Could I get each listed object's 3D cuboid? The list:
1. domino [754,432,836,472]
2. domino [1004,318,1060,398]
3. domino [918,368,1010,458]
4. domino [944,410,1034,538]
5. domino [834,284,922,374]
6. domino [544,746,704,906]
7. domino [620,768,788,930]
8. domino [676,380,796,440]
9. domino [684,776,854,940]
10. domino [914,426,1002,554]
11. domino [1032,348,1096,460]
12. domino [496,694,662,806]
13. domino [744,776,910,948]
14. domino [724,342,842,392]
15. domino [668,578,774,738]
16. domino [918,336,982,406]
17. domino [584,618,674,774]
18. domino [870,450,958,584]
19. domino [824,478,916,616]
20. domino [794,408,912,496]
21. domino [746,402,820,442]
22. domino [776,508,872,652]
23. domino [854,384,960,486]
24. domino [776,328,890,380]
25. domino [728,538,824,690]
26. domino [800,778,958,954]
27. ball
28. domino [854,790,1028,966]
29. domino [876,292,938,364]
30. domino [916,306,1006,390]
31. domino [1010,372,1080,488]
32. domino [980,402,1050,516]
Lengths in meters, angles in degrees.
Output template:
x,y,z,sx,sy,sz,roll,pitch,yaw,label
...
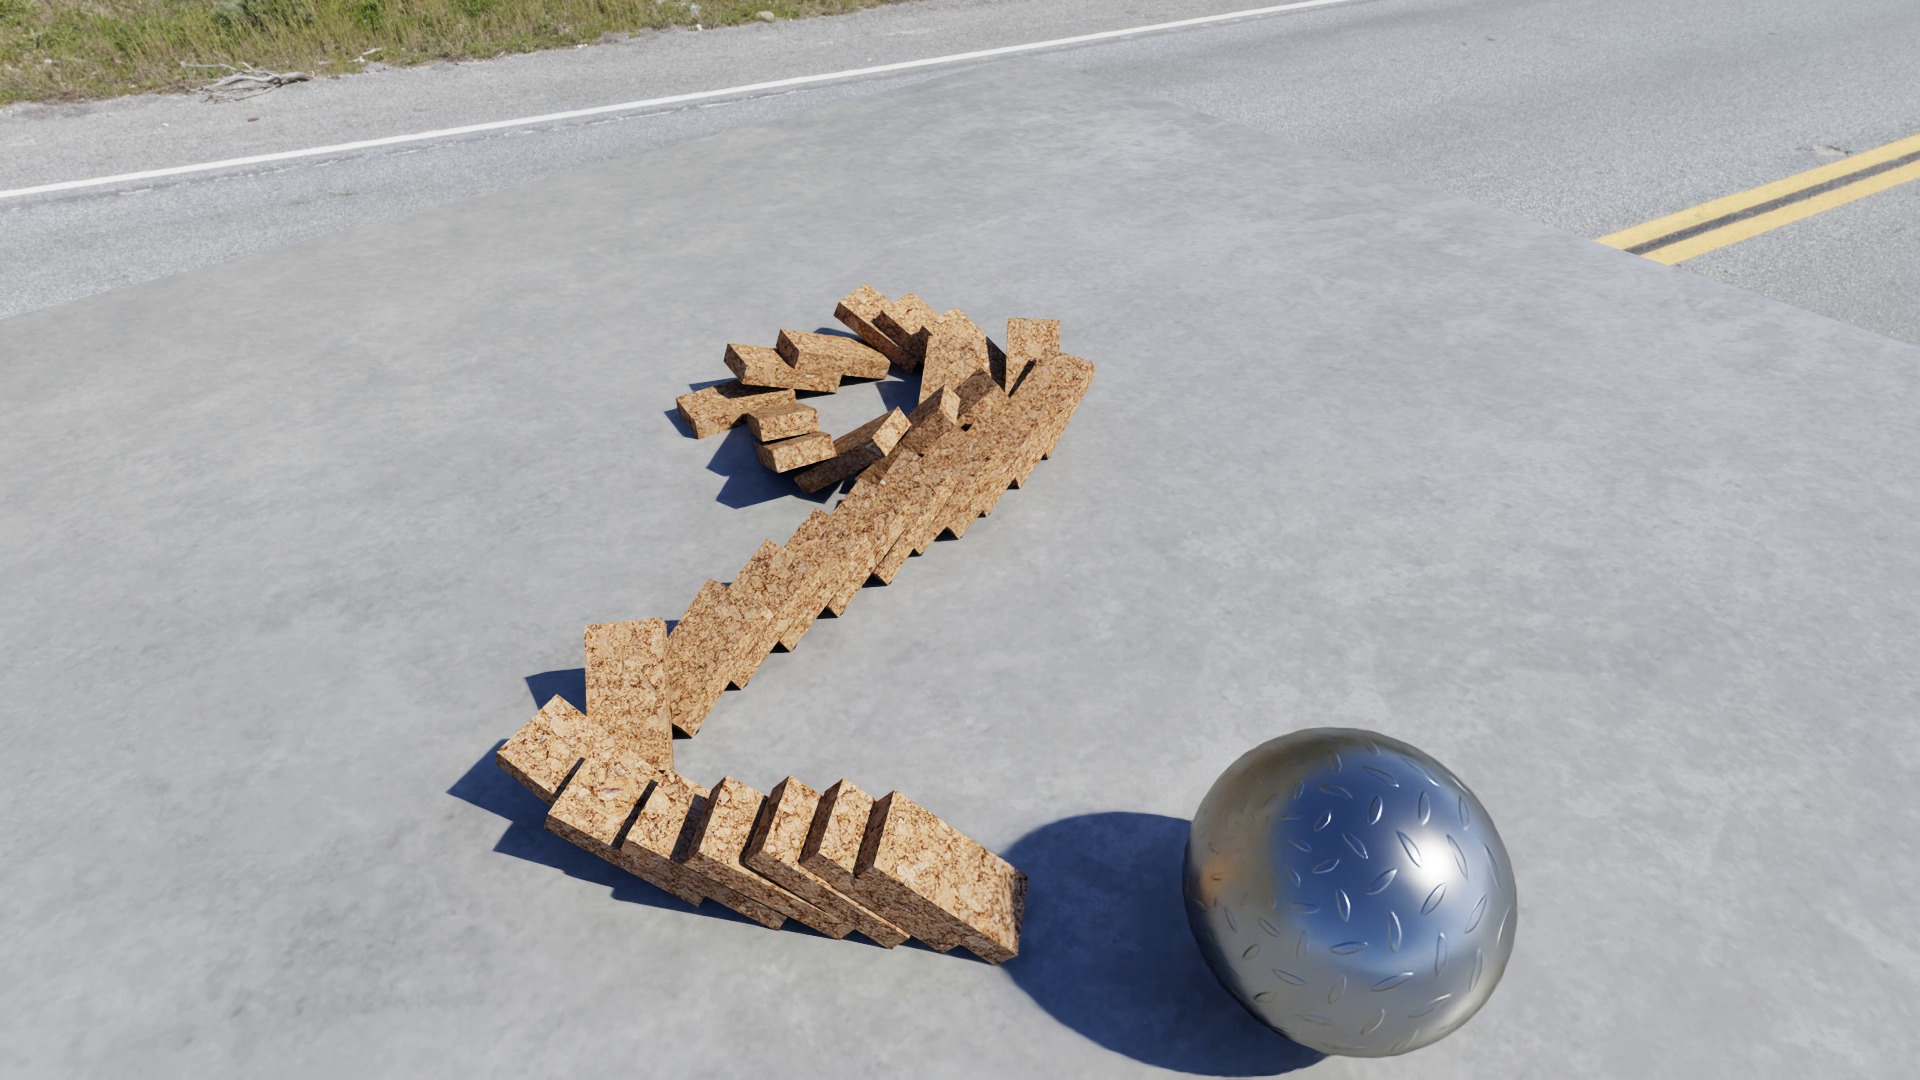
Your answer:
x,y,z,sx,sy,sz,roll,pitch,yaw,label
-0.071,-0.039,0.472,0.025,0.010,0.050,-18,14,-15,domino
0.034,-0.082,0.525,0.025,0.010,0.050,3,67,1,domino
-0.003,-0.052,0.483,0.050,0.009,0.025,-41,31,5,domino
0.005,-0.027,0.457,0.025,0.010,0.050,35,80,30,domino
-0.036,-0.107,0.558,0.050,0.010,0.025,38,46,5,domino
-0.093,0.084,0.324,0.050,0.009,0.025,29,43,-4,domino
-0.069,0.089,0.319,0.050,0.010,0.025,28,41,-5,domino
-0.106,-0.065,0.523,0.050,0.010,0.025,-22,44,-25,domino
-0.050,0.090,0.311,0.050,0.010,0.025,32,39,-17,domino
-0.009,-0.021,0.448,0.025,0.010,0.050,38,82,30,domino
0.040,-0.063,0.504,0.025,0.010,0.050,22,69,22,domino
-0.113,0.073,0.337,0.050,0.010,0.025,37,50,3,domino
-0.034,0.091,0.309,0.050,0.010,0.025,37,37,-17,domino
-0.085,-0.083,0.530,0.050,0.010,0.025,0,32,-36,domino
-0.089,0.040,0.380,0.025,0.009,0.050,21,67,24,domino
-0.005,-0.071,0.513,0.025,0.010,0.050,5,66,6,domino
-0.108,0.052,0.360,0.025,0.010,0.050,-6,72,-7,domino
-0.025,-0.010,0.437,0.025,0.010,0.050,28,76,30,domino
-0.043,0.002,0.424,0.025,0.009,0.050,28,73,30,domino
-0.046,-0.037,0.466,0.050,0.009,0.025,-22,24,38,domino
-0.080,-0.053,0.491,0.025,0.009,0.050,-12,13,-15,domino
-0.059,0.014,0.410,0.025,0.009,0.050,27,71,29,domino
-0.022,-0.043,0.469,0.050,0.009,0.025,-37,23,25,domino
-0.062,-0.091,0.541,0.050,0.010,0.025,1,33,-35,domino
-0.074,0.026,0.396,0.025,0.010,0.050,26,70,28,domino
-0.019,0.091,0.308,0.050,0.009,0.025,37,37,-17,domino
0.097,0.088,0.280,0.080,0.080,0.080,0,39,0,ball
-0.004,0.094,0.306,0.050,0.010,0.025,37,37,-17,domino
-0.015,-0.101,0.550,0.050,0.010,0.025,42,49,8,domino
0.005,-0.090,0.538,0.025,0.010,0.050,-35,75,-35,domino
0.029,-0.049,0.487,0.025,0.009,0.050,26,70,27,domino
0.014,-0.036,0.472,0.025,0.010,0.050,26,70,28,domino
